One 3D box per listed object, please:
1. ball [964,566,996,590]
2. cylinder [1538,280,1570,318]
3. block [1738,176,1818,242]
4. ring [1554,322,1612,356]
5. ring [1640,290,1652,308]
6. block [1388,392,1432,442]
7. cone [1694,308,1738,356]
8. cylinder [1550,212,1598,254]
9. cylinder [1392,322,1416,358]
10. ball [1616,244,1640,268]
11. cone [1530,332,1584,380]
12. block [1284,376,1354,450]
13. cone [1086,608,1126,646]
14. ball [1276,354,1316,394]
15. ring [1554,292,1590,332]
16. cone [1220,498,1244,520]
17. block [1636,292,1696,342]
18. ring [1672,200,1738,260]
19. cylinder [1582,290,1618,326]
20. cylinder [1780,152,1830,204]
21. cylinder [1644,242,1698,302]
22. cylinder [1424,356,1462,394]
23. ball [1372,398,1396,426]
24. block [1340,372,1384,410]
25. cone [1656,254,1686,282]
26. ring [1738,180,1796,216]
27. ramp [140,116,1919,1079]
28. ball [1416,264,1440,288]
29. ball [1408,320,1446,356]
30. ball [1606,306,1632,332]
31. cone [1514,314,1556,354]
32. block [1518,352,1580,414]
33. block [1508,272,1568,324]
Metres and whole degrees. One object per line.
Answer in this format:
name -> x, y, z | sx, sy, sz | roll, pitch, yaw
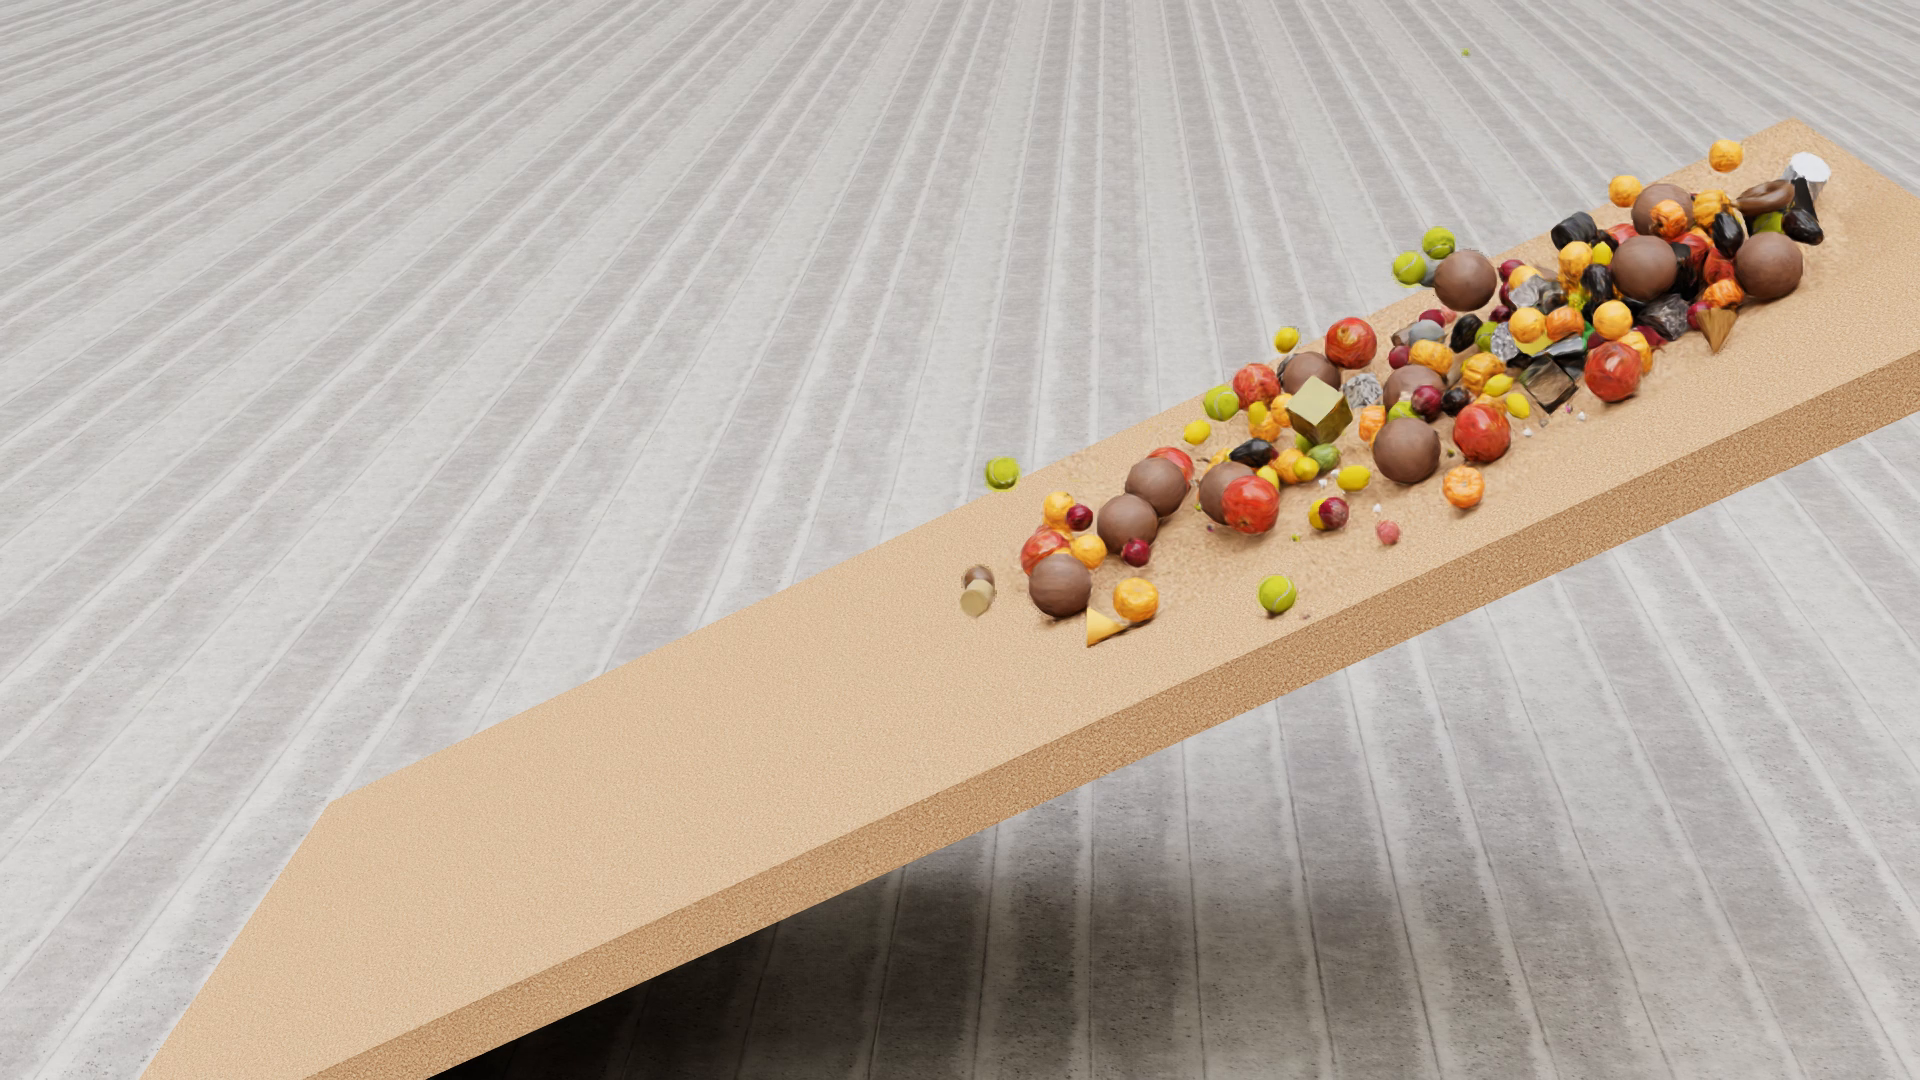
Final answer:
ball -> 0.042, 0.092, 6.384 | 0.070, 0.070, 0.070 | 0, 16, 0
cylinder -> 1.186, -0.481, 5.876 | 0.055, 0.055, 0.055 | 0, 34, 1
block -> 1.665, -0.673, 5.989 | 0.099, 0.099, 0.099 | -21, 5, -37
ring -> 1.248, -0.402, 5.937 | 0.140, 0.047, 0.140 | -20, 14, 5
ring -> 1.424, -0.492, 5.967 | 0.093, 0.031, 0.093 | -18, 9, 3
block -> 0.898, -0.246, 5.866 | 0.062, 0.062, 0.062 | 19, 48, 12
cone -> 1.418, -0.382, 5.518 | 0.080, 0.080, 0.080 | 6, -17, 2
cylinder -> 1.398, -0.699, 6.696 | 0.073, 0.073, 0.073 | -32, 30, -23
cylinder -> 1.004, -0.447, 6.557 | 0.060, 0.060, 0.060 | -30, 25, -12
ball -> 1.405, -0.596, 6.182 | 0.051, 0.051, 0.051 | 0, 16, 0
cone -> 1.159, -0.359, 5.764 | 0.095, 0.095, 0.095 | -2, 17, -13
block -> 0.738, -0.262, 6.045 | 0.090, 0.090, 0.090 | -45, 54, -11
cone -> 0.286, 0.170, 5.702 | 0.078, 0.078, 0.078 | 1, 17, 3
ball -> 0.766, -0.378, 6.695 | 0.089, 0.089, 0.089 | 0, 16, 0
ring -> 1.261, -0.472, 6.126 | 0.117, 0.039, 0.117 | -12, 43, 11
cone -> 0.560, -0.074, 6.039 | 0.050, 0.050, 0.050 | 3, 24, 10
block -> 1.380, -0.434, 5.745 | 0.067, 0.067, 0.067 | -44, 18, -16
ring -> 1.558, -0.650, 6.152 | 0.140, 0.140, 0.047 | 14, -17, 39
cylinder -> 1.278, -0.462, 5.874 | 0.052, 0.052, 0.052 | 19, 47, -21
cylinder -> 1.745, -0.743, 6.096 | 0.085, 0.085, 0.085 | 8, 51, -10
cylinder -> 1.421, -0.531, 5.872 | 0.092, 0.092, 0.092 | -15, 30, 9
cylinder -> 1.010, -0.344, 6.161 | 0.059, 0.059, 0.059 | 12, 37, 36
ball -> 0.887, -0.265, 6.106 | 0.061, 0.061, 0.061 | 0, 16, 0
block -> 0.870, -0.323, 6.364 | 0.055, 0.055, 0.055 | -36, 16, -32
cone -> 1.474, -0.557, 6.057 | 0.056, 0.056, 0.056 | 7, 13, -21
ring -> 1.588, -0.673, 5.792 | 0.115, 0.038, 0.115 | -21, 18, 7
ramp -> 0.138, 0.168, 6.281 | 4.000, 0.100, 2.000 | -25, 14, 10
ball -> 1.000, -0.563, 6.273 | 0.051, 0.051, 0.051 | 0, 16, 0
ball -> 1.025, -0.445, 6.463 | 0.080, 0.080, 0.080 | 0, 16, 0
ball -> 1.332, -0.448, 5.937 | 0.052, 0.052, 0.052 | 0, 16, 0
cone -> 1.165, -0.408, 5.926 | 0.085, 0.085, 0.085 | 7, -4, 22
block -> 1.137, -0.304, 5.684 | 0.075, 0.075, 0.075 | -42, 14, 14
block -> 1.186, -0.483, 6.035 | 0.077, 0.077, 0.077 | -37, 35, 11
